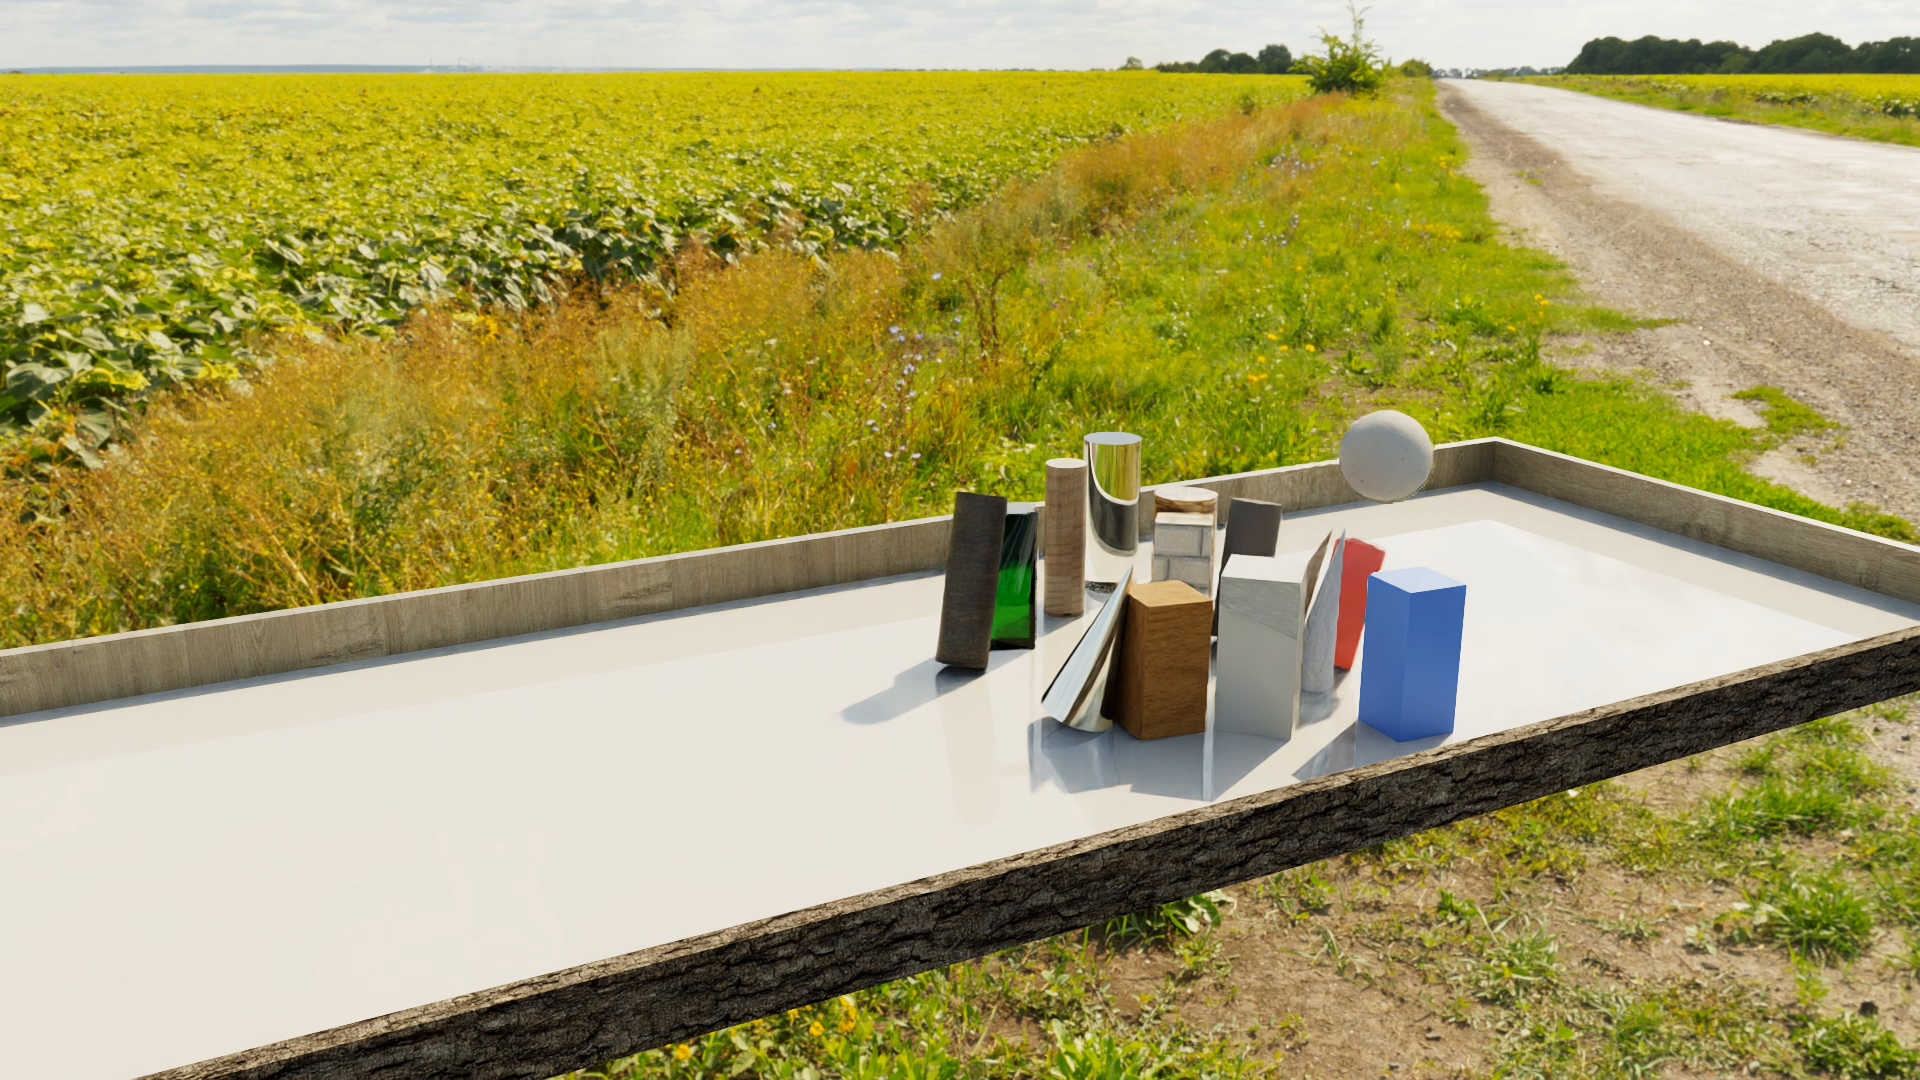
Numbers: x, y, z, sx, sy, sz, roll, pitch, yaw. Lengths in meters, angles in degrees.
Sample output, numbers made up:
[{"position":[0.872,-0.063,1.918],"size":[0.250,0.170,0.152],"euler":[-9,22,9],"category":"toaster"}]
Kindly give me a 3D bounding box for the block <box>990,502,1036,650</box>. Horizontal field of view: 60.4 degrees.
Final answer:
[{"position":[0.125,0.093,4.381],"size":[0.131,0.366,0.131],"euler":[-2,15,-7],"category":"block"}]

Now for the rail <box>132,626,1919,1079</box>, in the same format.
[{"position":[-2.336,1.006,1.665],"size":[12.000,0.150,0.050],"euler":[-9,18,-27],"category":"rail"}]

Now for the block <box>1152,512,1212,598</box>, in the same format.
[{"position":[0.596,0.099,4.428],"size":[0.149,0.323,0.149],"euler":[3,13,9],"category":"block"}]

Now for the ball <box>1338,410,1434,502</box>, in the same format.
[{"position":[1.105,-0.218,4.280],"size":[0.237,0.237,0.237],"euler":[0,16,0],"category":"ball"}]

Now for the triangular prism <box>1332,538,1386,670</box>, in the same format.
[{"position":[0.985,0.156,4.249],"size":[0.125,0.317,0.108],"euler":[15,10,6],"category":"triangular prism"}]

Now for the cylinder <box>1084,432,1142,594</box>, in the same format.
[{"position":[0.442,-0.081,4.839],"size":[0.168,0.446,0.168],"euler":[0,16,0],"category":"cylinder"}]

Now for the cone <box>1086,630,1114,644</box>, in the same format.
[{"position":[0.470,0.253,4.375],"size":[0.320,0.136,0.136],"euler":[-5,12,28],"category":"cone"}]

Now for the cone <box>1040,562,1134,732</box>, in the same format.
[{"position":[0.335,0.225,3.812],"size":[0.179,0.402,0.179],"euler":[16,21,-7],"category":"cone"}]

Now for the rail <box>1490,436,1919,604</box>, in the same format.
[{"position":[2.466,-0.048,5.253],"size":[0.050,0.150,2.100],"euler":[-9,18,-27],"category":"rail"}]

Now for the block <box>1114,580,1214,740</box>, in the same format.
[{"position":[0.466,0.277,3.836],"size":[0.165,0.322,0.165],"euler":[-5,17,-20],"category":"block"}]

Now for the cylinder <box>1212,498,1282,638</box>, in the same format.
[{"position":[0.762,0.080,4.390],"size":[0.137,0.368,0.137],"euler":[8,6,-1],"category":"cylinder"}]

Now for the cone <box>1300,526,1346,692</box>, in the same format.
[{"position":[0.901,0.158,4.052],"size":[0.121,0.418,0.121],"euler":[9,17,-3],"category":"cone"}]

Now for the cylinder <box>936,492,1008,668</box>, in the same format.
[{"position":[0.030,0.100,4.206],"size":[0.134,0.436,0.134],"euler":[7,2,0],"category":"cylinder"}]

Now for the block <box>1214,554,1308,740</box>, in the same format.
[{"position":[0.702,0.246,3.846],"size":[0.178,0.378,0.178],"euler":[5,17,16],"category":"block"}]

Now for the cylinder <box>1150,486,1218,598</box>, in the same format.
[{"position":[0.623,0.039,4.598],"size":[0.175,0.346,0.175],"euler":[1,15,0],"category":"cylinder"}]

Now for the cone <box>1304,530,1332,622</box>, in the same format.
[{"position":[0.832,0.154,4.081],"size":[0.136,0.410,0.136],"euler":[26,2,-1],"category":"cone"}]

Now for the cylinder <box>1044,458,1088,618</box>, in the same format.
[{"position":[0.294,-0.005,4.609],"size":[0.116,0.431,0.116],"euler":[0,16,0],"category":"cylinder"}]

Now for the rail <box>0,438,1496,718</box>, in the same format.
[{"position":[-3.305,0.497,3.399],"size":[12.000,0.150,0.050],"euler":[-9,18,-27],"category":"rail"}]

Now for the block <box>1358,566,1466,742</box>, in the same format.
[{"position":[1.045,0.263,3.821],"size":[0.155,0.361,0.155],"euler":[-7,18,-22],"category":"block"}]
